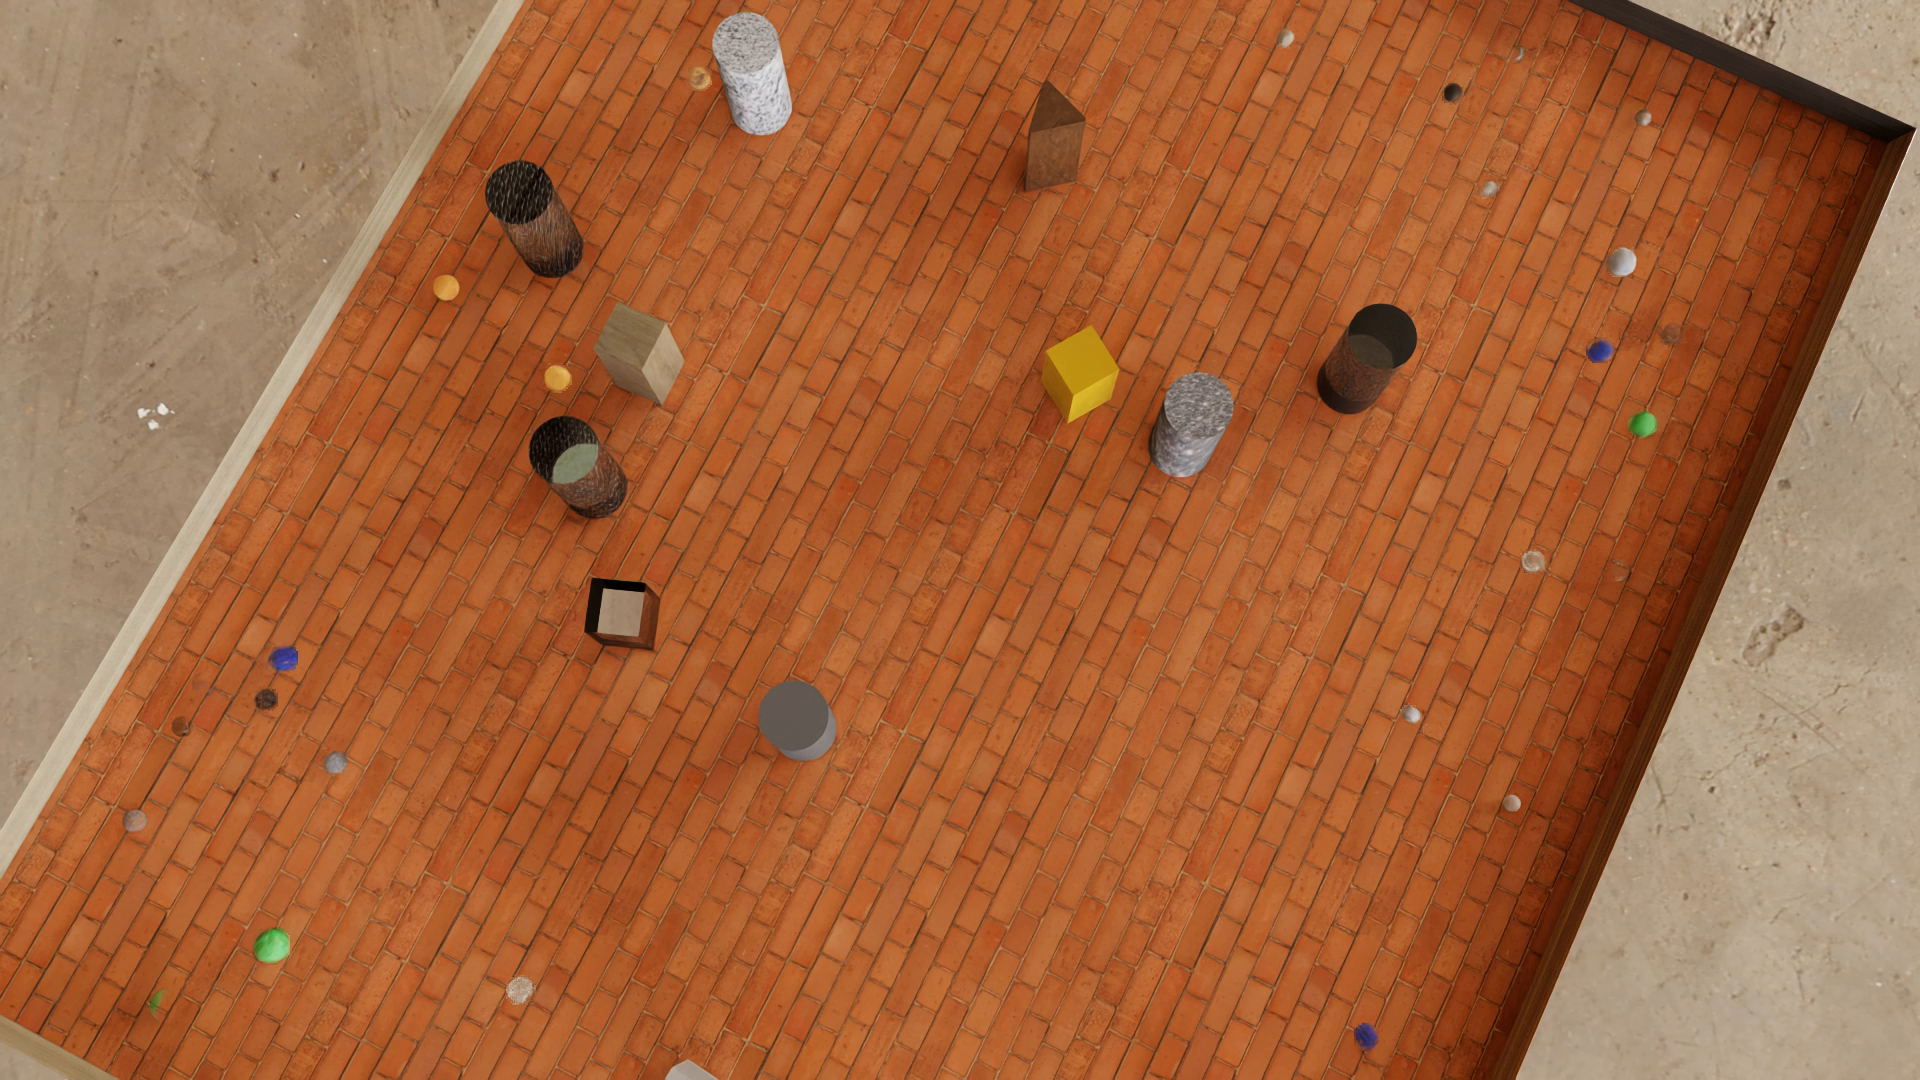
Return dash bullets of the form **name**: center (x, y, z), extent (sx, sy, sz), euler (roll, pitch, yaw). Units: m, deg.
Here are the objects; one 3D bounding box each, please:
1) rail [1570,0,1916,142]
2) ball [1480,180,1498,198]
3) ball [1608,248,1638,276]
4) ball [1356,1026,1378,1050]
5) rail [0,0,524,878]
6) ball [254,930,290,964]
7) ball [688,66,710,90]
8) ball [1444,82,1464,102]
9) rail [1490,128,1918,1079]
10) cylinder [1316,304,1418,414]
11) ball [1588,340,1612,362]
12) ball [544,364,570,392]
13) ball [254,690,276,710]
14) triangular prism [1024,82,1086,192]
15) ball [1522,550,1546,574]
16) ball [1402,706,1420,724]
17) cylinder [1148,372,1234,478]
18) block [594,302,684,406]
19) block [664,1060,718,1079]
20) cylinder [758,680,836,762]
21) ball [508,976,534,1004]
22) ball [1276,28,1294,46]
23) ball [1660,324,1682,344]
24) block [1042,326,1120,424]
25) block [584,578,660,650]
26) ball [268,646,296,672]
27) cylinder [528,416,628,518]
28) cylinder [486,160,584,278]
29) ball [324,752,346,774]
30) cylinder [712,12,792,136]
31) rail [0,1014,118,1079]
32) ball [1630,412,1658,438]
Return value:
- **rail**: center (1.116, -2.179, 6.001), extent (4.203, 0.129, 0.045), euler (26, 80, 5)
- **ball**: center (1.681, -1.115, 5.820), extent (0.053, 0.053, 0.053), euler (0, 78, 0)
- **ball**: center (2.079, -0.873, 5.753), extent (0.088, 0.088, 0.088), euler (0, 78, 0)
- **ball**: center (1.174, 1.436, 5.286), extent (0.065, 0.065, 0.065), euler (0, 78, 0)
- **rail**: center (-1.858, -0.903, 5.737), extent (0.045, 0.129, 5.039), euler (26, 80, 5)
- **ball**: center (-1.999, 1.181, 5.323), extent (0.096, 0.096, 0.096), euler (0, 78, 0)
- **ball**: center (-0.838, -1.484, 5.888), extent (0.070, 0.070, 0.070), euler (0, 78, 0)
- **ball**: center (1.583, -1.436, 5.883), extent (0.061, 0.061, 0.061), euler (0, 78, 0)
- **rail**: center (1.858, 0.917, 5.360), extent (0.045, 0.129, 5.039), euler (26, 80, 5)
- **cylinder**: center (1.212, -0.536, 5.486), extent (0.198, 0.473, 0.198), euler (0, 78, 0)
- **ball**: center (1.994, -0.589, 5.703), extent (0.070, 0.070, 0.070), euler (0, 78, 0)
- **ball**: center (-1.249, -0.502, 5.679), extent (0.081, 0.081, 0.081), euler (0, 78, 0)
- **ball**: center (-2.079, 0.478, 5.485), extent (0.063, 0.063, 0.063), euler (0, 78, 0)
- **triangular prism**: center (0.272, -1.249, 5.645), extent (0.172, 0.451, 0.149), euler (-13, 79, -3)
- **ball**: center (1.742, 0.067, 5.567), extent (0.069, 0.069, 0.069), euler (0, 78, 0)
- **ball**: center (1.351, 0.523, 5.482), extent (0.051, 0.051, 0.051), euler (0, 78, 0)
- **cylinder**: center (0.682, -0.337, 5.453), extent (0.198, 0.457, 0.198), euler (0, 78, 0)
- **block**: center (-0.966, -0.559, 5.540), extent (0.159, 0.377, 0.159), euler (24, 79, 5)
- **block**: center (-0.763, 1.580, 5.138), extent (0.159, 0.297, 0.159), euler (32, 80, 6)
- **cylinder**: center (-0.469, 0.530, 5.331), extent (0.198, 0.344, 0.198), euler (0, 78, 0)
- **ball**: center (-1.272, 1.304, 5.308), extent (0.075, 0.075, 0.075), euler (0, 78, 0)
- **ball**: center (1.052, -1.623, 5.924), extent (0.056, 0.056, 0.056), euler (0, 78, 0)
- **ball**: center (2.221, -0.642, 5.717), extent (0.064, 0.064, 0.064), euler (0, 78, 0)
- **block**: center (0.362, -0.499, 5.560), extent (0.159, 0.314, 0.159), euler (-30, 80, -6)
- **block**: center (-0.998, 0.221, 5.433), extent (0.159, 0.269, 0.159), euler (6, 78, 1)
- **ball**: center (-2.034, 0.357, 5.503), extent (0.078, 0.078, 0.078), euler (0, 78, 0)
- **cylinder**: center (-1.124, -0.209, 5.423), extent (0.198, 0.464, 0.198), euler (0, 78, 0)
- **cylinder**: center (-1.290, -0.971, 5.583), extent (0.198, 0.458, 0.198), euler (0, 78, 0)
- **ball**: center (-1.857, 0.663, 5.445), extent (0.067, 0.067, 0.067), euler (0, 78, 0)
- **cylinder**: center (-0.640, -1.441, 5.691), extent (0.198, 0.439, 0.198), euler (0, 78, 0)
- **rail**: center (-1.116, 2.193, 5.096), extent (4.203, 0.129, 0.045), euler (26, 80, 5)
- **ball**: center (2.109, -0.356, 5.651), extent (0.078, 0.078, 0.078), euler (0, 78, 0)
